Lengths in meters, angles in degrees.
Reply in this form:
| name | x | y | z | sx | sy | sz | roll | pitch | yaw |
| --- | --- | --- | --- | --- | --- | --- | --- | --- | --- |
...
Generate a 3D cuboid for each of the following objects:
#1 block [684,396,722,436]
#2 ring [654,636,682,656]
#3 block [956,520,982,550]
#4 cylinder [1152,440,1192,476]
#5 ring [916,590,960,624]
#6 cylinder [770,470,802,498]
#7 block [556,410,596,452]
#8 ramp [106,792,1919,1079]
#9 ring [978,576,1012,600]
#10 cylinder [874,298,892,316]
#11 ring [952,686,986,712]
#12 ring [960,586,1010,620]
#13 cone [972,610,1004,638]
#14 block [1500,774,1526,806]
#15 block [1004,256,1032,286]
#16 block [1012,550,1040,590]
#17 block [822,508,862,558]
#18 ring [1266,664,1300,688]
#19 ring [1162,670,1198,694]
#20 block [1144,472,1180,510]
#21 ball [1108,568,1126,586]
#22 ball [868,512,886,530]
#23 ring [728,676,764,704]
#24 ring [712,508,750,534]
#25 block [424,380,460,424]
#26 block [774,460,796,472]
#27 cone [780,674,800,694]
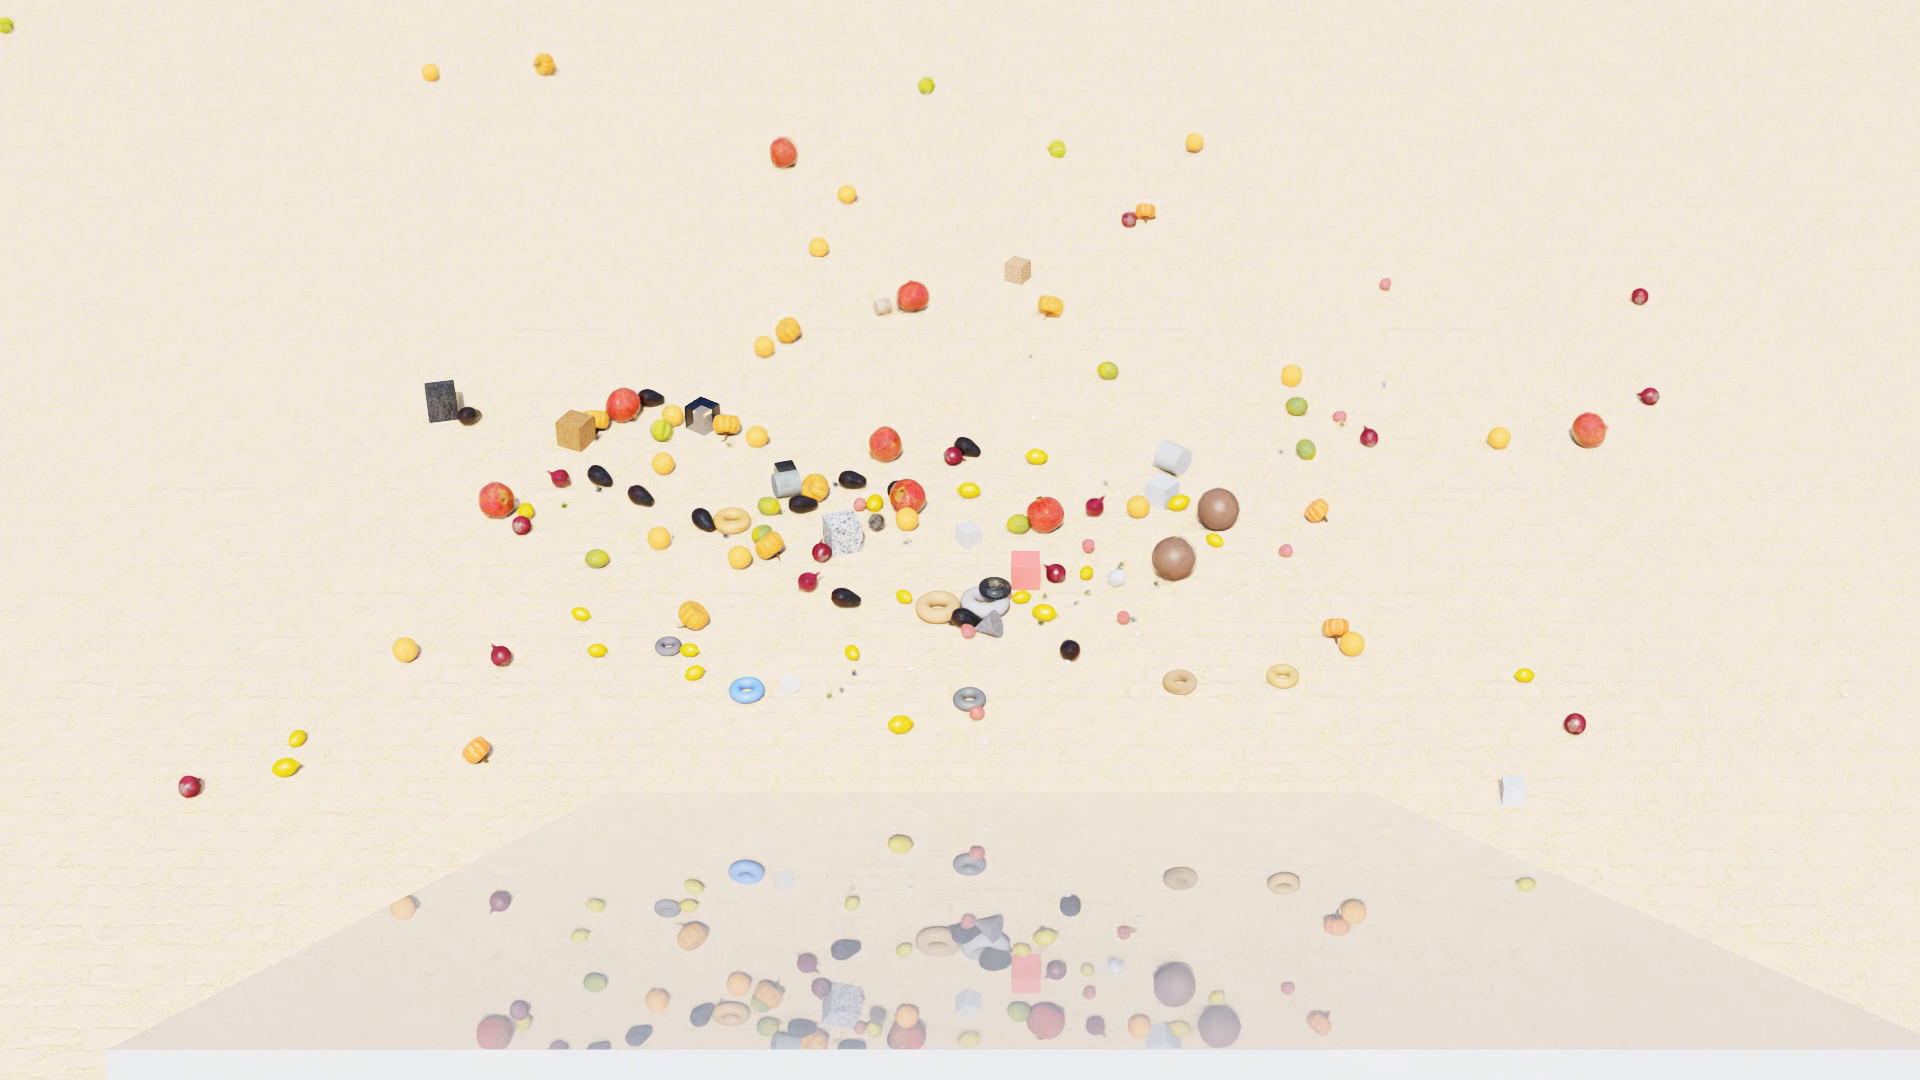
| name | x | y | z | sx | sy | sz | roll | pitch | yaw |
| --- | --- | --- | --- | --- | --- | --- | --- | --- | --- |
| block | -0.836 | -0.403 | 8.436 | 0.082 | 0.082 | 0.082 | 22 | 40 | 29 |
| ring | -0.837 | 0.305 | 7.452 | 0.078 | 0.026 | 0.078 | -1 | 35 | 1 |
| block | 0.026 | -0.017 | 7.894 | 0.057 | 0.057 | 0.057 | -21 | 40 | -28 |
| cylinder | 0.672 | -0.259 | 8.220 | 0.089 | 0.089 | 0.089 | 26 | 42 | 33 |
| ring | -0.064 | 0.196 | 7.595 | 0.134 | 0.045 | 0.134 | -1 | 35 | 0 |
| cylinder | -0.542 | -0.175 | 8.107 | 0.078 | 0.078 | 0.078 | -7 | 34 | -21 |
| block | -1.237 | -0.352 | 8.354 | 0.090 | 0.090 | 0.090 | 16 | 37 | 22 |
| ramp | 0.076 | 0.657 | 4.809 | 2.000 | 0.100 | 4.000 | 0 | -2 | 0 |
| ring | 0.103 | 0.141 | 7.605 | 0.098 | 0.033 | 0.098 | 3 | 31 | -2 |
| cylinder | -0.270 | -0.812 | 9.060 | 0.052 | 0.052 | 0.052 | -13 | 36 | -18 |
| ring | 0.026 | 0.444 | 7.244 | 0.094 | 0.031 | 0.094 | -1 | 35 | 1 |
| ring | 0.074 | 0.183 | 7.610 | 0.146 | 0.049 | 0.146 | 2 | 31 | -1 |
| cone | 0.070 | 0.252 | 7.519 | 0.083 | 0.083 | 0.083 | -16 | 28 | 24 |
| block | 1.468 | 0.666 | 6.896 | 0.058 | 0.058 | 0.058 | 2 | 34 | 3 |
| block | 0.206 | -0.962 | 9.264 | 0.069 | 0.069 | 0.069 | 19 | 39 | 25 |
| block | 0.195 | 0.091 | 7.712 | 0.085 | 0.085 | 0.085 | 0 | 34 | 0 |
| block | -0.356 | -0.021 | 7.866 | 0.096 | 0.096 | 0.096 | -12 | 36 | -16 |
| ring | 0.912 | 0.384 | 7.332 | 0.094 | 0.031 | 0.094 | 0 | 36 | 0 |
| ring | 0.619 | 0.399 | 7.308 | 0.098 | 0.033 | 0.098 | -1 | 33 | 0 |
| block | 0.628 | -0.151 | 8.075 | 0.075 | 0.075 | 0.075 | 27 | 43 | 33 |
| ball | 0.464 | 0.112 | 7.710 | 0.053 | 0.053 | 0.053 | 0 | 34 | 0 |
| ball | -0.254 | -0.057 | 7.957 | 0.052 | 0.052 | 0.052 | 0 | 34 | 0 |
| ring | -0.598 | 0.420 | 7.276 | 0.102 | 0.034 | 0.102 | -1 | 35 | 1 |
| ring | -0.700 | -0.059 | 7.973 | 0.117 | 0.039 | 0.117 | 1 | 35 | -1 |
| block | -1.697 | -0.454 | 8.497 | 0.097 | 0.097 | 0.097 | -8 | 35 | -11 |
| block | -0.548 | -0.208 | 8.170 | 0.060 | 0.060 | 0.060 | -11 | 36 | -15 |
| cone | -0.472 | 0.398 | 7.315 | 0.057 | 0.057 | 0.057 | 6 | 8 | 8 |
